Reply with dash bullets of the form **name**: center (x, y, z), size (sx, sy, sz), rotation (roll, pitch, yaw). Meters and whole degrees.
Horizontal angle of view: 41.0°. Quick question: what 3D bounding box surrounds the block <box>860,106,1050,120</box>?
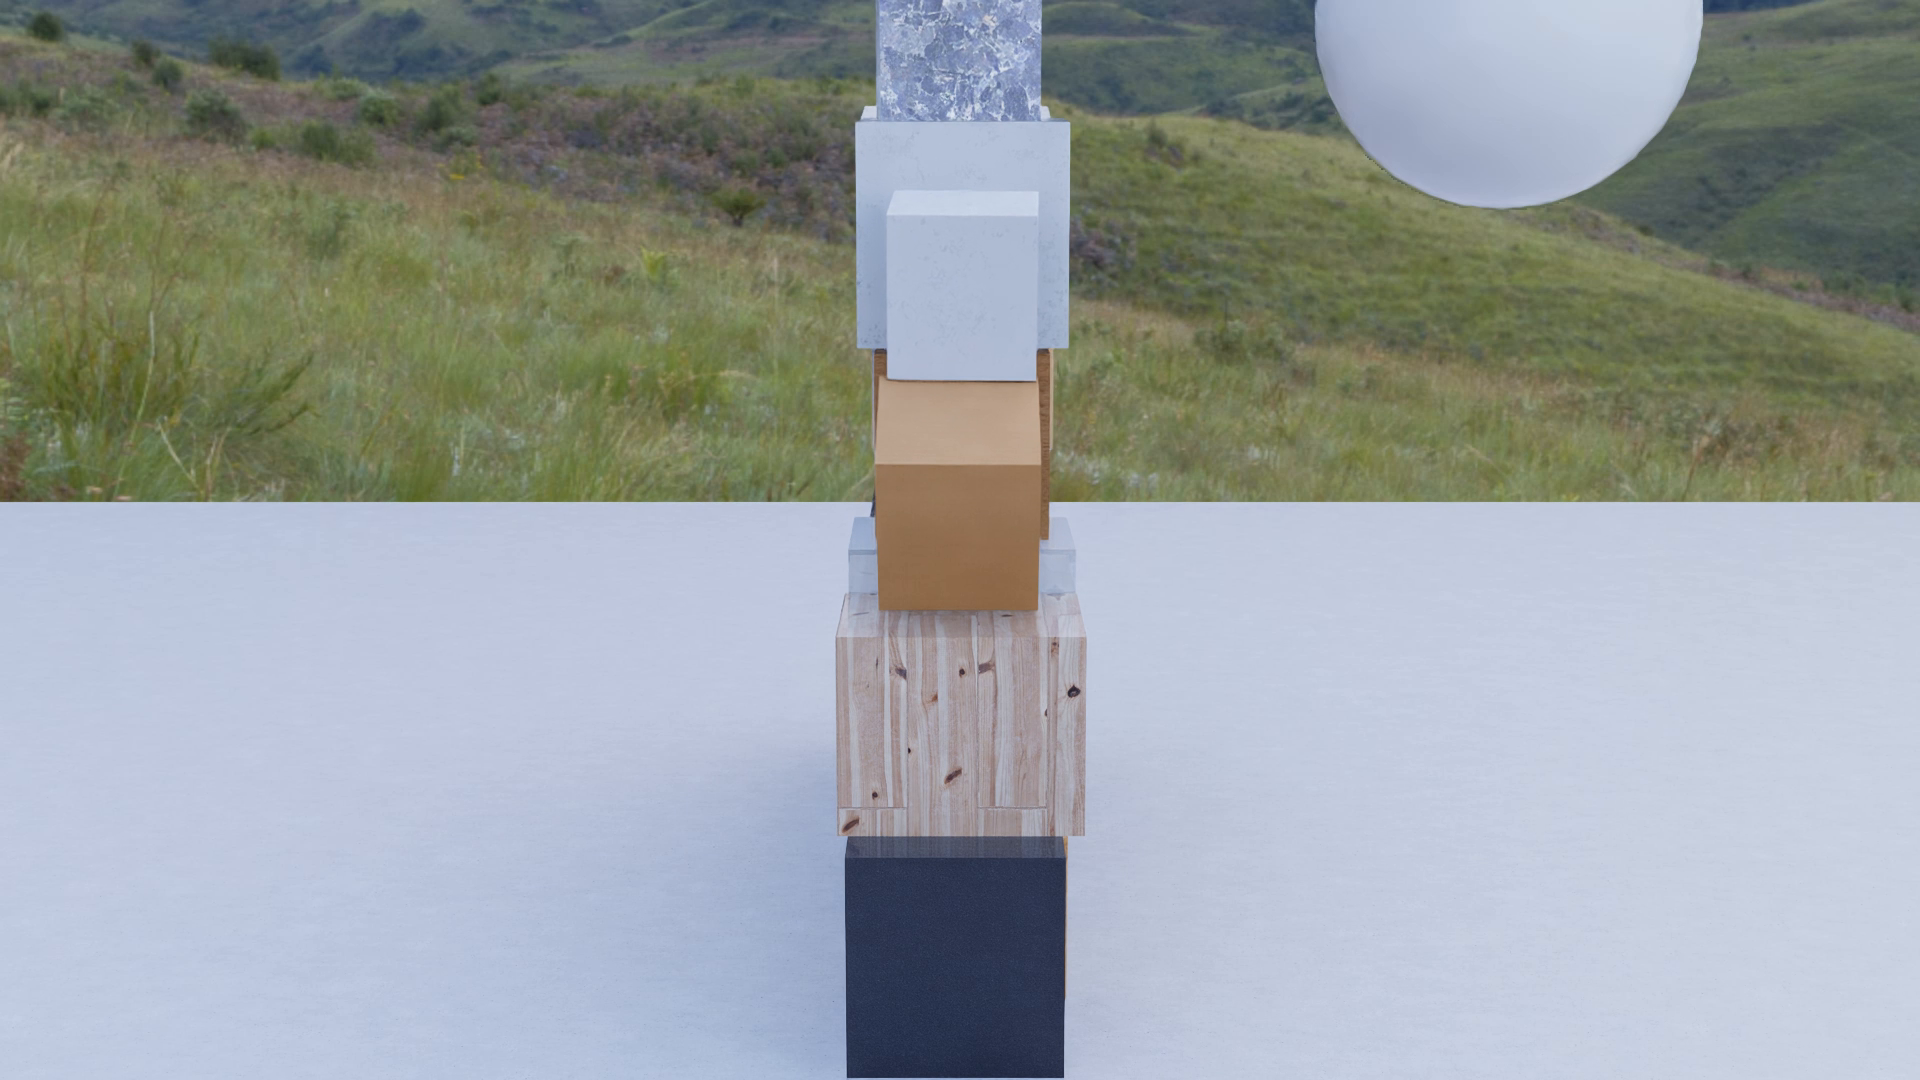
- **block**: center (-0.018, -1.436, 11.262), size (0.819, 0.847, 0.760), rotation (0, 16, 0)

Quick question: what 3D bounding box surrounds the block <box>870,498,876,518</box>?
- **block**: center (-0.017, 0.201, 10.940), size (0.713, 0.709, 0.686), rotation (0, 11, 0)

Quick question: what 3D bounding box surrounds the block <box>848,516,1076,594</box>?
- **block**: center (0.005, 0.416, 10.251), size (0.871, 0.905, 0.735), rotation (0, 10, 0)

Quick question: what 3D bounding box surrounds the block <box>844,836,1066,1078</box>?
- **block**: center (-0.017, 1.437, 9.396), size (0.771, 0.811, 0.778), rotation (0, 10, 0)

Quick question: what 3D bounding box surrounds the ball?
- **ball**: center (2.295, -2.198, 10.781), size (1.600, 1.600, 1.600), rotation (0, 10, 0)

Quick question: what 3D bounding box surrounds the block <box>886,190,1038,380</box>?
- **block**: center (0.015, -0.963, 9.643), size (0.550, 0.614, 0.518), rotation (1, 18, 2)

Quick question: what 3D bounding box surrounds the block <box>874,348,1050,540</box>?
- **block**: center (0.008, -0.423, 10.302), size (0.678, 0.728, 0.728), rotation (0, 10, 0)

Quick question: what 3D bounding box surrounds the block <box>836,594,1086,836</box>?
- **block**: center (0.003, 0.633, 9.510), size (0.889, 0.730, 0.775), rotation (0, 10, 0)

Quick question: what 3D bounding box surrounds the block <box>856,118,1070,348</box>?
- **block**: center (0.011, -1.254, 10.379), size (0.831, 0.878, 0.763), rotation (0, 11, 0)

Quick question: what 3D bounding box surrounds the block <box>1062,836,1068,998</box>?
- **block**: center (0.016, 1.289, 10.229), size (0.787, 0.804, 0.893), rotation (0, 10, 0)

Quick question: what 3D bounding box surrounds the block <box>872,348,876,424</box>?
- **block**: center (-0.008, -0.781, 11.922), size (0.767, 0.786, 0.711), rotation (0, 30, 1)

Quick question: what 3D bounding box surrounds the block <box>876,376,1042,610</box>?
- **block**: center (-0.005, -0.175, 9.537), size (0.591, 0.664, 0.565), rotation (0, 37, 0)

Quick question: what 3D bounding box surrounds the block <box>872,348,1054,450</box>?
- **block**: center (0.014, -0.884, 12.981), size (0.890, 0.856, 0.799), rotation (0, 1, 0)

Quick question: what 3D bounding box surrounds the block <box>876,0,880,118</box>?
- **block**: center (-0.009, -2.196, 11.081), size (0.684, 0.713, 0.636), rotation (0, 16, 1)

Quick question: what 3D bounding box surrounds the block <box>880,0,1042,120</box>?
- **block**: center (0.003, -2.046, 10.343), size (0.633, 0.631, 0.587), rotation (0, 17, 0)
